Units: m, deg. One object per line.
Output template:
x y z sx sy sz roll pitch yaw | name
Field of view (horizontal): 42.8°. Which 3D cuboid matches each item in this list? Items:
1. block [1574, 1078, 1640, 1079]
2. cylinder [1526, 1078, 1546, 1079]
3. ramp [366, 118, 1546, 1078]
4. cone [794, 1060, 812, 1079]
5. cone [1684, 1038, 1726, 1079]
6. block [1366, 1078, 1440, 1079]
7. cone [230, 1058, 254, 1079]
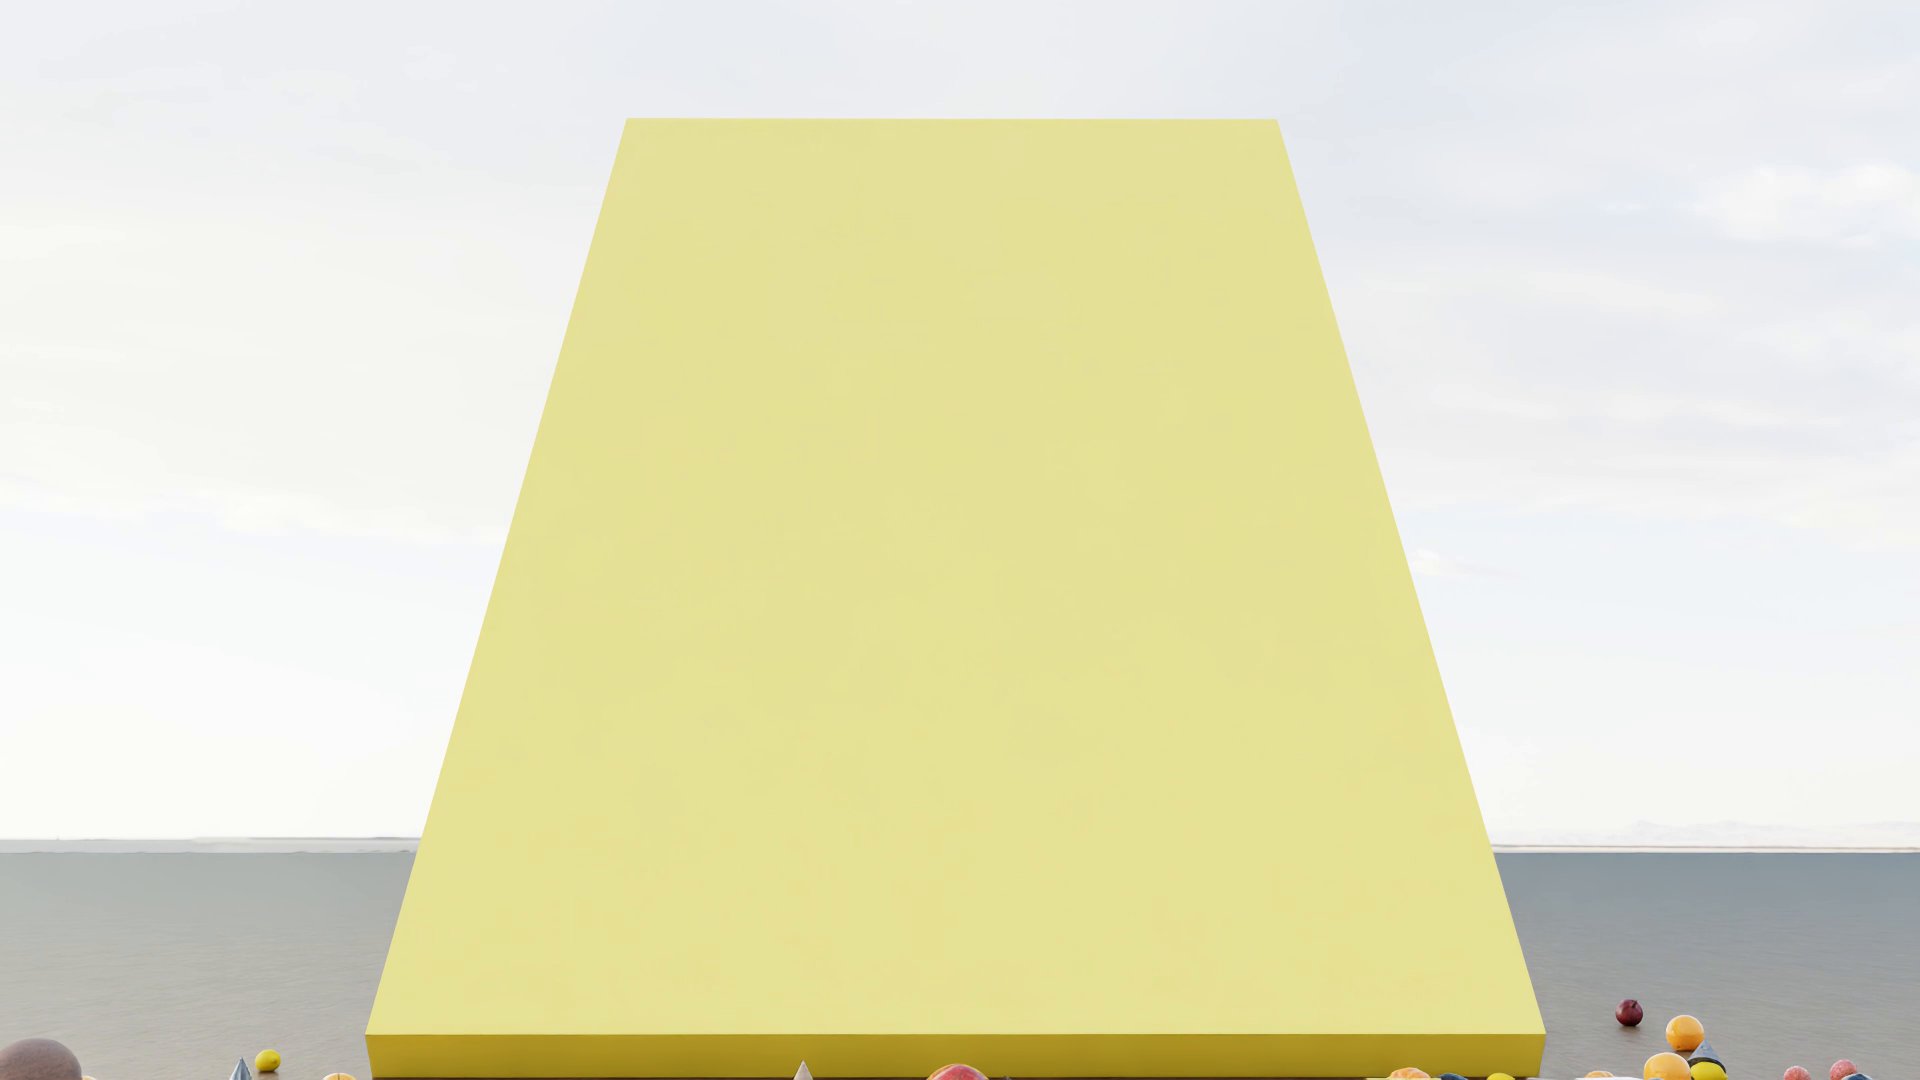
0.878 0.764 3.269 0.082 0.082 0.082 2 -7 -13 | block
0.838 0.798 3.476 0.065 0.065 0.065 7 -10 -44 | cylinder
-0.015 -0.187 5.866 2.000 0.100 4.000 0 32 0 | ramp
-0.227 0.795 3.538 0.087 0.087 0.087 0 -7 0 | cone
1.246 0.859 4.095 0.068 0.068 0.068 9 -48 11 | cone
0.570 0.738 3.120 0.095 0.095 0.095 -1 -7 5 | block
-1.057 0.803 3.602 0.087 0.087 0.087 0 -7 0 | cone
